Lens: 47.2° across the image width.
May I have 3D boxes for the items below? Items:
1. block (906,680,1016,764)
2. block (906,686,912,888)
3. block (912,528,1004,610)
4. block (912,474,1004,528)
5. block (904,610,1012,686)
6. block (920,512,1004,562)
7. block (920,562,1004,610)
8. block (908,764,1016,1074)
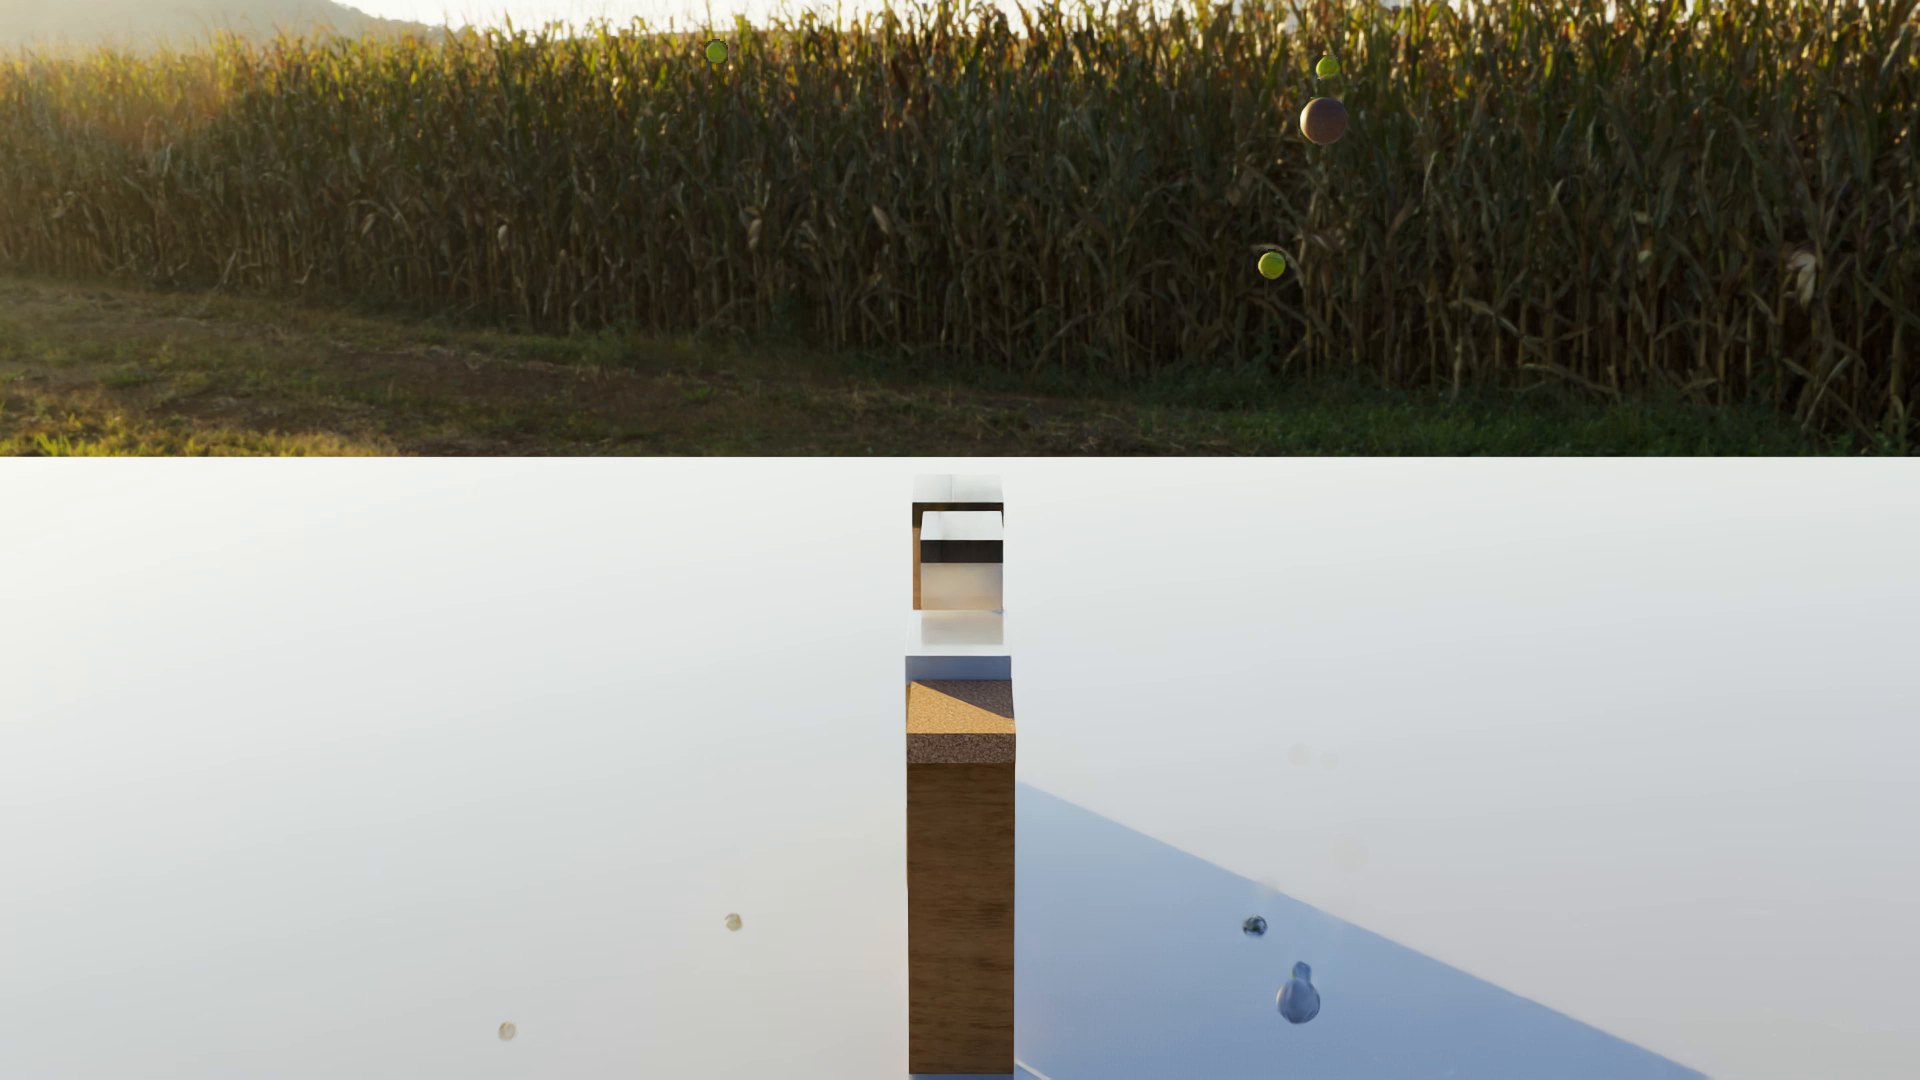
[{"bbox_3d":[0.002,0.244,2.995,0.142,0.040,0.283,0,10,0],"label":"block"},{"bbox_3d":[-0.003,0.352,3.215,0.152,0.315,0.043,0,11,0],"label":"block"},{"bbox_3d":[-0.004,0.131,4.058,0.166,0.331,0.047,0,11,0],"label":"block"},{"bbox_3d":[-0.004,-0.075,4.132,0.166,0.047,0.331,0,11,0],"label":"block"},{"bbox_3d":[-0.002,0.158,3.282,0.152,0.043,0.303,0,11,0],"label":"block"},{"bbox_3d":[0.003,-0.006,3.675,0.134,0.038,0.268,0,11,0],"label":"block"},{"bbox_3d":[0.003,0.243,3.630,0.134,0.437,0.038,0,10,0],"label":"block"},{"bbox_3d":[0.002,0.499,2.946,0.142,0.443,0.040,0,11,0],"label":"block"}]
